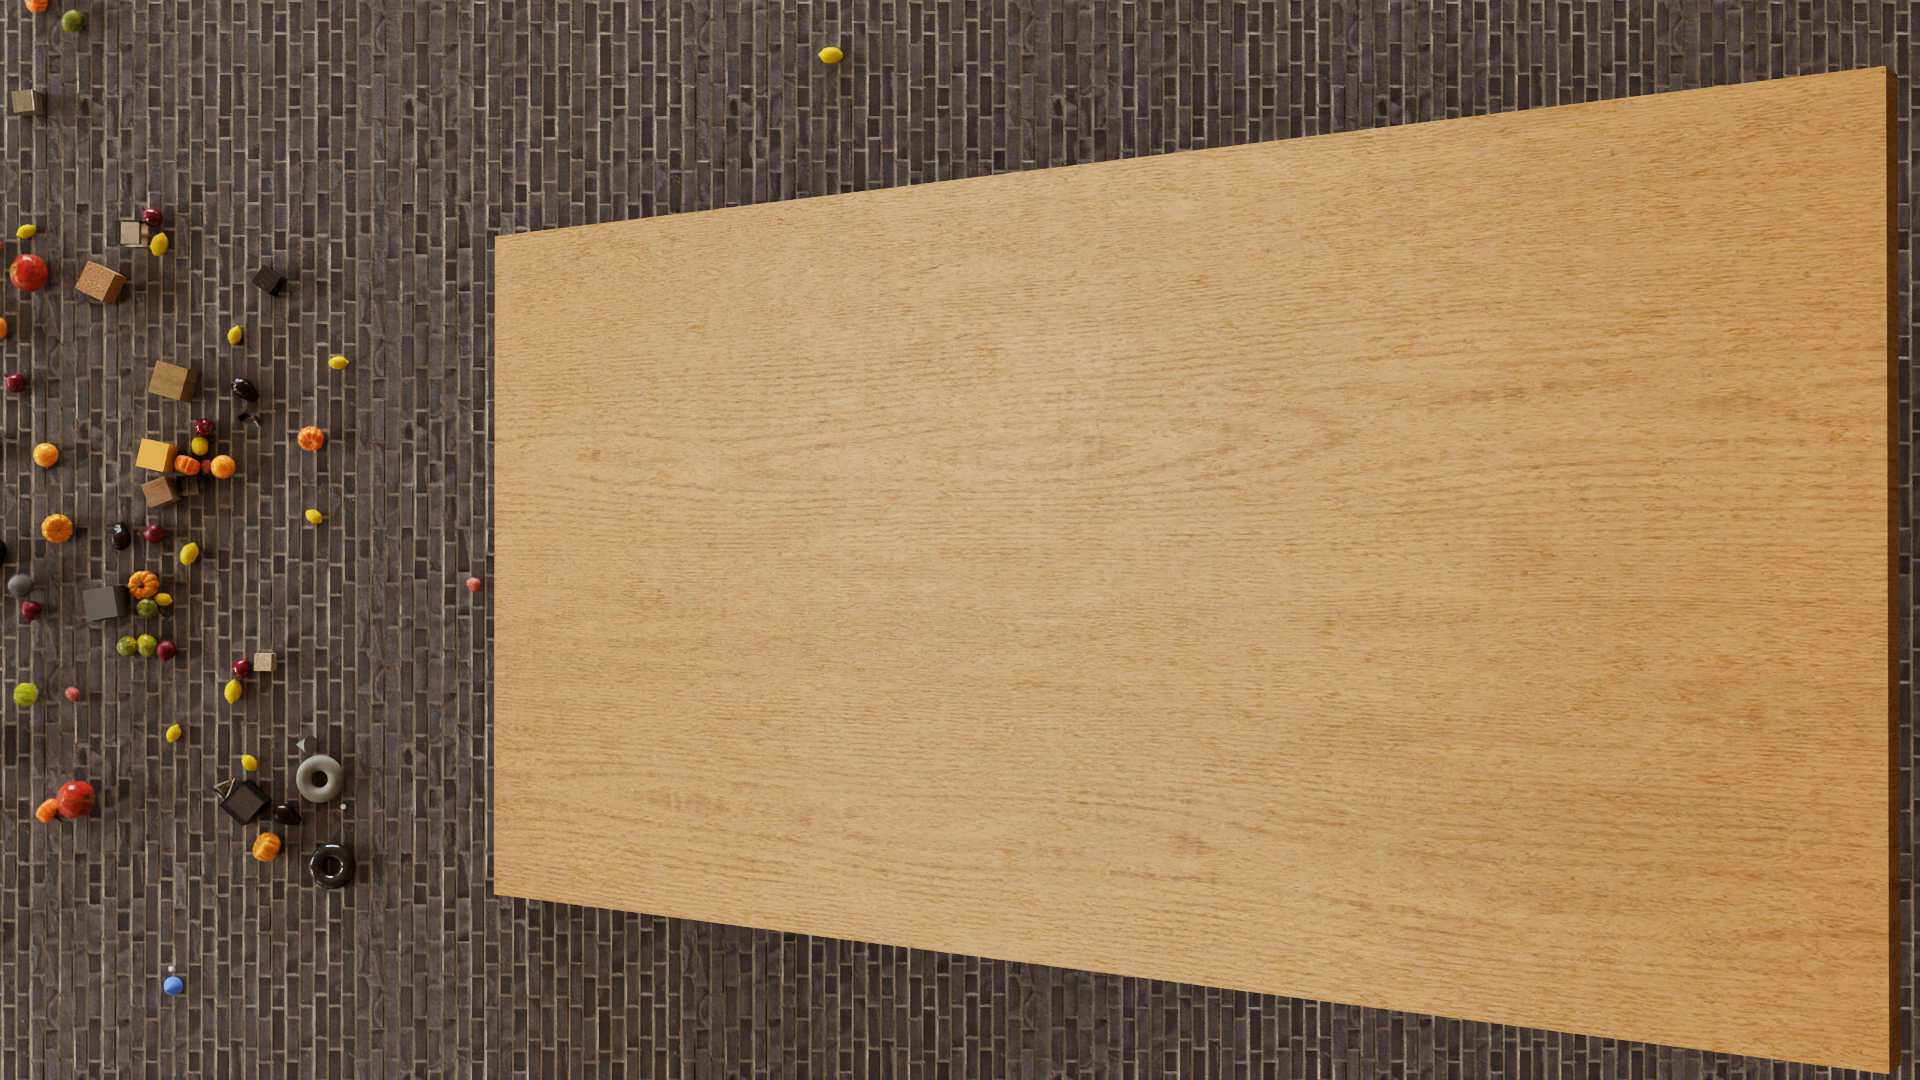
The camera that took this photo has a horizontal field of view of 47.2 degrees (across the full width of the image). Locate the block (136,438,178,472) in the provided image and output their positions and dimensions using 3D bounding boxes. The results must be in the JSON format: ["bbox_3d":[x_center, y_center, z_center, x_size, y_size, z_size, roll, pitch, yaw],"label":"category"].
[{"bbox_3d":[-2.455,-0.257,6.727,0.085,0.085,0.085,13,90,0],"label":"block"}]

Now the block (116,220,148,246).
[{"bbox_3d":[-2.538,-0.939,6.739,0.072,0.072,0.072,1,90,0],"label":"block"}]

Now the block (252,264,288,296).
[{"bbox_3d":[-2.117,-0.795,6.741,0.066,0.066,0.066,34,90,0],"label":"block"}]

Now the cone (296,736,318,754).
[{"bbox_3d":[-2.016,0.628,6.750,0.059,0.059,0.059,-2,90,27],"label":"cone"}]

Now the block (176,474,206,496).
[{"bbox_3d":[-2.356,-0.166,6.739,0.061,0.061,0.061,-7,90,0],"label":"block"}]

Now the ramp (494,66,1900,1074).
[{"bbox_3d":[0.241,0.067,5.564,4.000,0.100,2.000,0,89,36],"label":"ramp"}]

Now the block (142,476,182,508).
[{"bbox_3d":[-2.445,-0.146,6.732,0.075,0.075,0.075,-22,90,0],"label":"block"}]

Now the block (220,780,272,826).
[{"bbox_3d":[-2.180,0.802,6.714,0.094,0.094,0.094,42,90,0],"label":"block"}]

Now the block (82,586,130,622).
[{"bbox_3d":[-2.609,0.193,6.720,0.094,0.094,0.094,-10,90,0],"label":"block"}]

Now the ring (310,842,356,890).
[{"bbox_3d":[-1.923,0.998,6.737,0.143,0.048,0.143,0,88,0],"label":"ring"}]

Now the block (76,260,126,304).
[{"bbox_3d":[-2.628,-0.787,6.728,0.092,0.092,0.092,26,90,0],"label":"block"}]

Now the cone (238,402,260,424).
[{"bbox_3d":[-2.174,-0.399,6.756,0.067,0.067,0.067,7,63,0],"label":"cone"}]

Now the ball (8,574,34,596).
[{"bbox_3d":[-2.874,0.139,6.732,0.070,0.070,0.070,0,90,0],"label":"ball"}]

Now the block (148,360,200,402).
[{"bbox_3d":[-2.403,-0.484,6.722,0.099,0.099,0.099,16,90,0],"label":"block"}]

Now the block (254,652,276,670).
[{"bbox_3d":[-2.129,0.373,6.739,0.052,0.052,0.052,1,90,0],"label":"block"}]

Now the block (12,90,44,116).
[{"bbox_3d":[-2.860,-1.340,6.746,0.065,0.065,0.065,-7,90,0],"label":"block"}]

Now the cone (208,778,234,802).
[{"bbox_3d":[-2.251,0.756,6.746,0.072,0.072,0.072,41,63,0],"label":"cone"}]

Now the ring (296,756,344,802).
[{"bbox_3d":[-1.960,0.732,6.738,0.147,0.049,0.147,0,90,1],"label":"ring"}]

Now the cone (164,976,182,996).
[{"bbox_3d":[-2.417,1.372,6.728,0.060,0.060,0.060,0,90,0],"label":"cone"}]
